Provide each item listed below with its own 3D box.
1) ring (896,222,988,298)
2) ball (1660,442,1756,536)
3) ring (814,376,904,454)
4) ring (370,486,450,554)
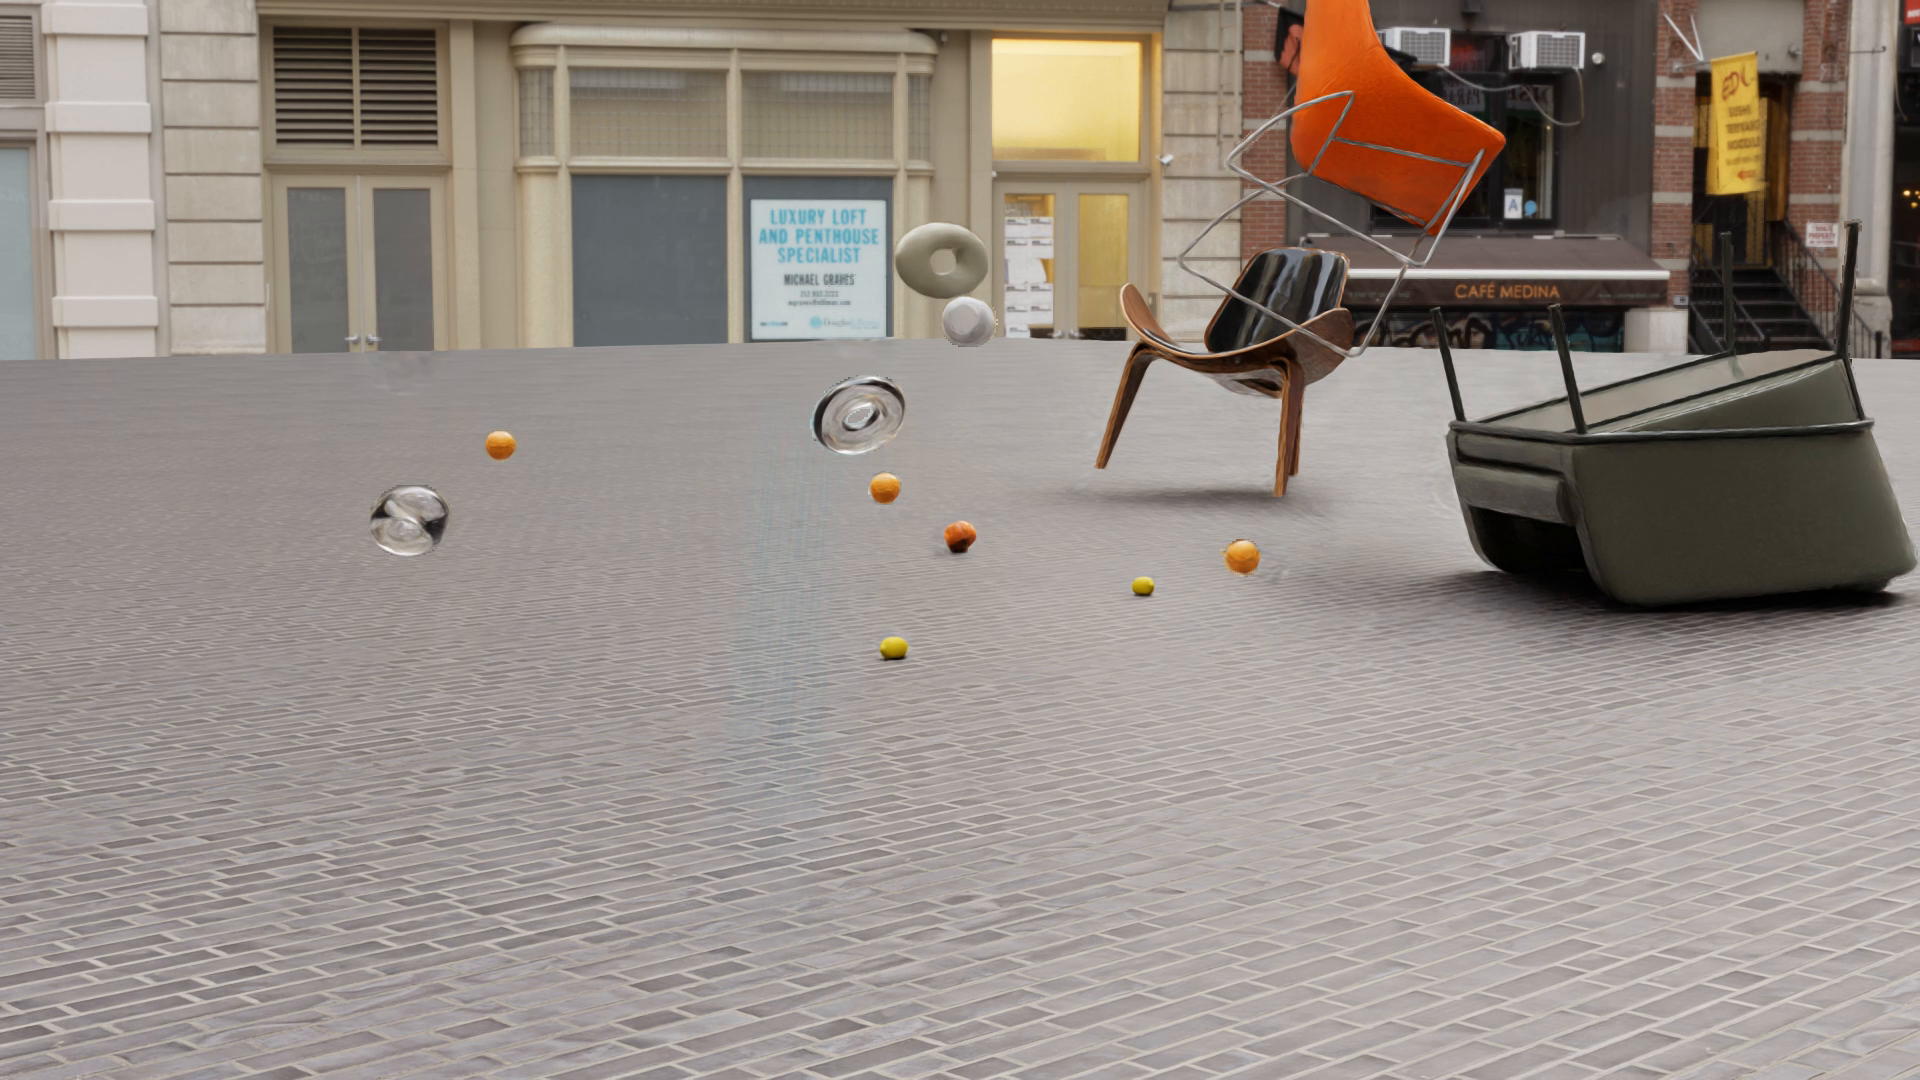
[{"bbox_3d":[-0.038,-0.619,5.690,0.048,0.168,0.387,12,8,29],"label":"ring"},{"bbox_3d":[1.900,-0.130,6.522,0.236,0.236,0.236,0,6,0],"label":"ball"},{"bbox_3d":[-0.340,-0.419,8.643,0.328,0.324,0.084,29,26,-46],"label":"ring"},{"bbox_3d":[-1.112,-0.039,5.183,0.146,0.069,0.239,35,-37,-20],"label":"ring"}]
